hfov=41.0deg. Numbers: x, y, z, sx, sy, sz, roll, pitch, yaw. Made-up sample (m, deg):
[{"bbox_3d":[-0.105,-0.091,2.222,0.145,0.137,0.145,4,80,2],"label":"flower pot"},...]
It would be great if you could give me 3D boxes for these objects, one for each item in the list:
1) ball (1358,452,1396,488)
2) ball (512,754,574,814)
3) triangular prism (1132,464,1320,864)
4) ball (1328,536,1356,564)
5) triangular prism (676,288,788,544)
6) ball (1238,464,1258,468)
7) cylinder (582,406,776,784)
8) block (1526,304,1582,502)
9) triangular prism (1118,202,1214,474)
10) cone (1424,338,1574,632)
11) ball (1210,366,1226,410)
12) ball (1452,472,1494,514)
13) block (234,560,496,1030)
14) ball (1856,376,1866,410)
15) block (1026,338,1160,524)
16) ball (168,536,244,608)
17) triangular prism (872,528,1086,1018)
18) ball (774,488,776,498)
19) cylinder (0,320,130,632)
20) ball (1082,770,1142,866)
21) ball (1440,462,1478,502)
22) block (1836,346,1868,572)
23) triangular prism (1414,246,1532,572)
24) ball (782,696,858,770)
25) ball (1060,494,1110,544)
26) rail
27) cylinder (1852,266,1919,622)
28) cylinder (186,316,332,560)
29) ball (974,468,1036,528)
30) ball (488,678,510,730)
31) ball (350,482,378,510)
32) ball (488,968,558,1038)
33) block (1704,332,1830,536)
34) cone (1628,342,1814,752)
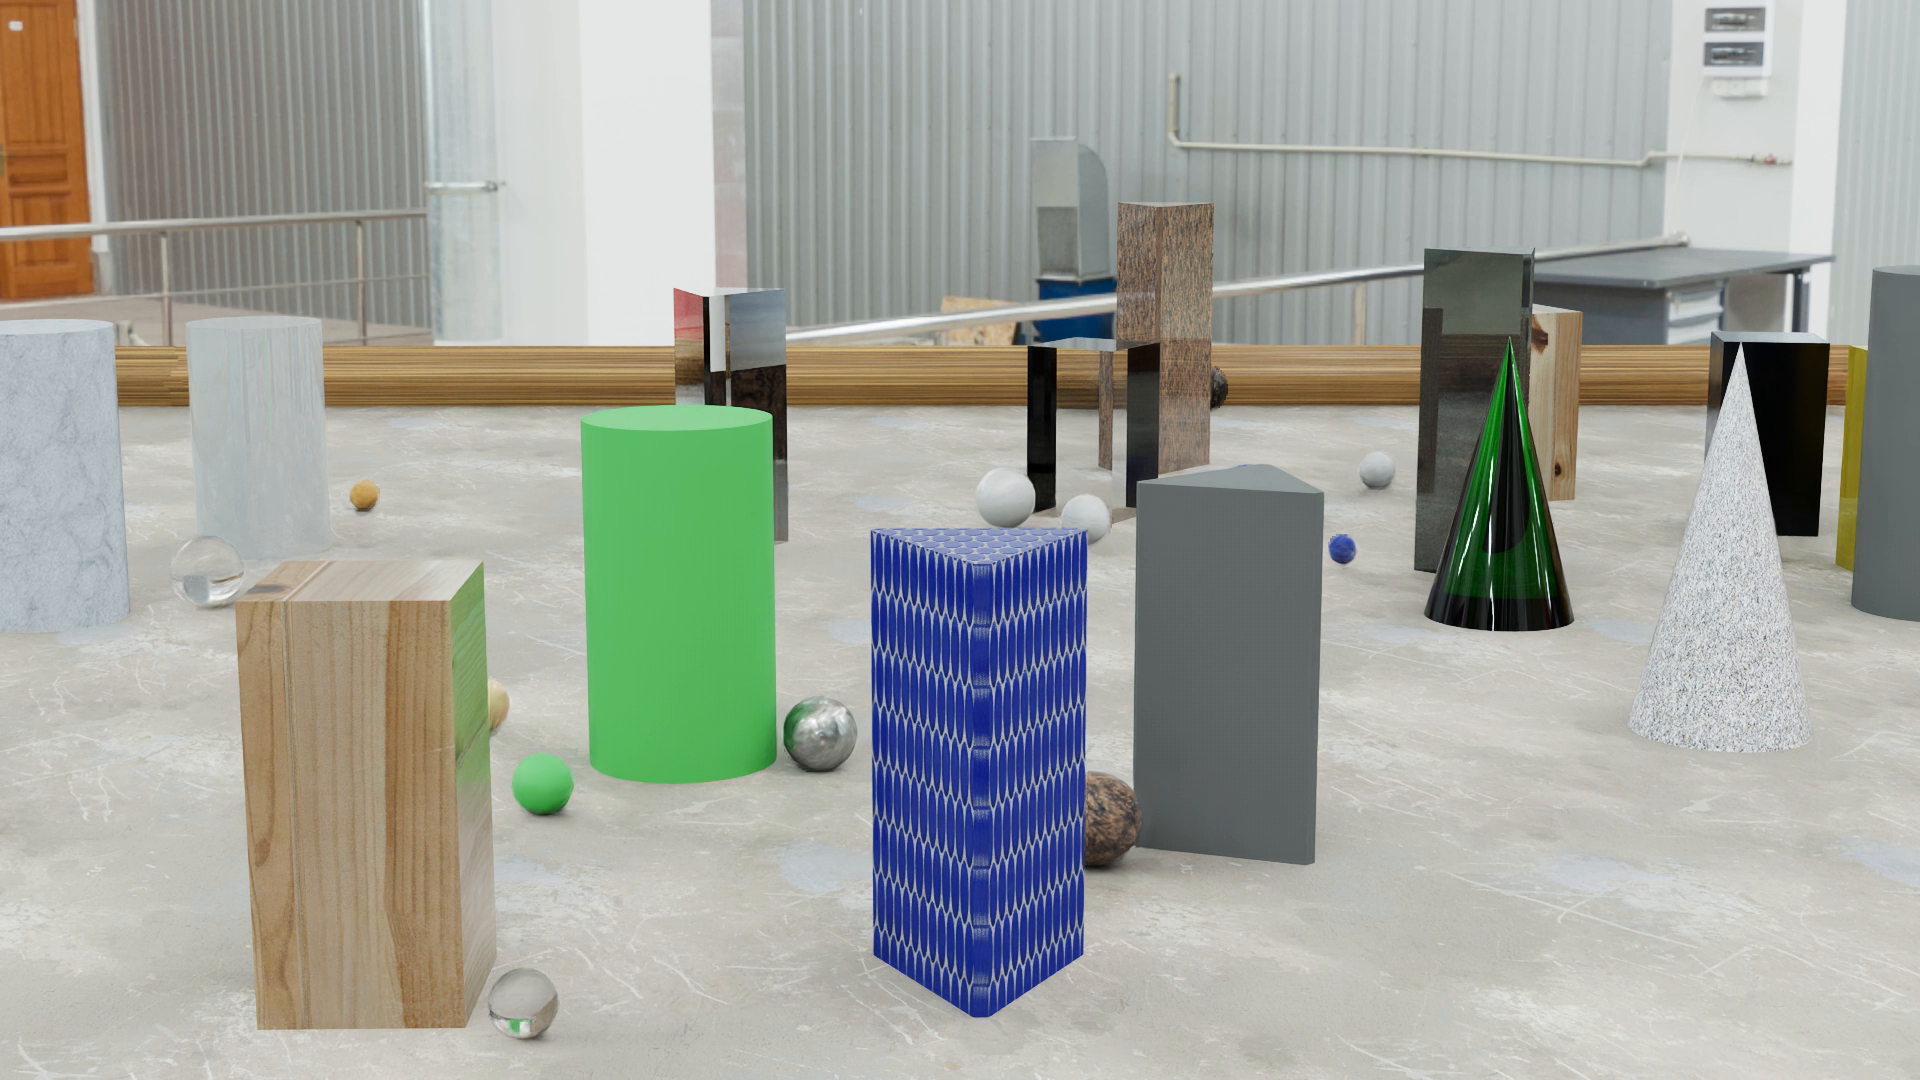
[{"bbox_3d":[0.726,-0.121,4.465,0.064,0.064,0.064,0,10,0],"label":"ball"},{"bbox_3d":[-0.411,0.240,2.526,0.060,0.060,0.060,0,10,0],"label":"ball"},{"bbox_3d":[0.269,0.111,2.435,0.172,0.348,0.149,4,11,20],"label":"triangular prism"},{"bbox_3d":[0.566,0.015,3.795,0.041,0.041,0.041,0,10,0],"label":"ball"},{"bbox_3d":[-0.378,-0.186,3.919,0.149,0.392,0.172,8,13,38],"label":"triangular prism"},{"bbox_3d":[0.476,-0.083,4.207,0.084,0.084,0.084,0,10,0],"label":"ball"},{"bbox_3d":[-0.294,0.052,2.699,0.198,0.366,0.198,0,10,0],"label":"cylinder"},{"bbox_3d":[0.944,-0.235,4.379,0.159,0.319,0.159,-3,11,-18],"label":"block"},{"bbox_3d":[0.349,-0.374,4.689,0.149,0.480,0.172,8,13,38],"label":"triangular prism"},{"bbox_3d":[0.722,-0.084,3.405,0.198,0.377,0.198,0,10,0],"label":"cone"},{"bbox_3d":[0.517,-0.324,5.467,0.099,0.099,0.099,0,10,0],"label":"ball"},{"bbox_3d":[0.844,-0.078,4.220,0.069,0.069,0.069,0,10,0],"label":"ball"},{"bbox_3d":[-0.460,0.195,2.012,0.159,0.335,0.159,0,10,-1],"label":"block"},{"bbox_3d":[1.935,-0.308,5.413,0.087,0.087,0.087,0,10,0],"label":"ball"},{"bbox_3d":[0.219,-0.182,4.205,0.159,0.279,0.159,7,12,31],"label":"block"},{"bbox_3d":[-1.024,0.043,3.486,0.098,0.098,0.098,0,10,0],"label":"ball"},{"bbox_3d":[0.037,0.174,2.064,0.149,0.358,0.172,-6,12,-30],"label":"triangular prism"},{"bbox_3d":[-0.330,-0.079,4.289,0.046,0.046,0.046,0,10,0],"label":"ball"},{"bbox_3d":[-1.214,-0.089,3.399,0.198,0.389,0.198,0,10,0],"label":"cylinder"},{"bbox_3d":[0.124,0.256,2.363,0.087,0.087,0.087,0,10,0],"label":"ball"},{"bbox_3d":[0.844,-0.099,4.341,0.066,0.066,0.066,0,10,0],"label":"ball"},{"bbox_3d":[1.380,-0.110,3.693,0.159,0.324,0.159,-1,11,-4],"label":"block"},{"bbox_3d":[0.777,-0.186,3.705,0.172,0.468,0.149,10,15,44],"label":"triangular prism"},{"bbox_3d":[-0.146,0.202,2.681,0.078,0.078,0.078,0,10,0],"label":"ball"},{"bbox_3d":[0.193,-0.032,3.946,0.078,0.078,0.078,0,10,0],"label":"ball"},{"bbox_3d":[-0.012,-0.352,5.530,4.177,0.129,0.045,0,10,0],"label":"rail"},{"bbox_3d":[1.316,-0.132,3.445,0.198,0.457,0.198,0,10,0],"label":"cylinder"},{"bbox_3d":[-1.063,-0.158,3.891,0.198,0.345,0.198,0,10,0],"label":"cylinder"},{"bbox_3d":[0.072,-0.067,4.081,0.097,0.097,0.097,0,10,0],"label":"ball"},{"bbox_3d":[-0.528,0.182,2.843,0.059,0.059,0.059,0,10,0],"label":"ball"},{"bbox_3d":[-0.989,-0.073,4.254,0.046,0.046,0.046,0,10,0],"label":"ball"},{"bbox_3d":[-0.331,0.351,1.946,0.053,0.053,0.053,0,10,0],"label":"ball"},{"bbox_3d":[1.277,-0.171,4.076,0.159,0.304,0.159,2,11,9],"label":"block"},{"bbox_3d":[0.844,-0.003,2.813,0.198,0.433,0.198,0,10,0],"label":"cone"}]
